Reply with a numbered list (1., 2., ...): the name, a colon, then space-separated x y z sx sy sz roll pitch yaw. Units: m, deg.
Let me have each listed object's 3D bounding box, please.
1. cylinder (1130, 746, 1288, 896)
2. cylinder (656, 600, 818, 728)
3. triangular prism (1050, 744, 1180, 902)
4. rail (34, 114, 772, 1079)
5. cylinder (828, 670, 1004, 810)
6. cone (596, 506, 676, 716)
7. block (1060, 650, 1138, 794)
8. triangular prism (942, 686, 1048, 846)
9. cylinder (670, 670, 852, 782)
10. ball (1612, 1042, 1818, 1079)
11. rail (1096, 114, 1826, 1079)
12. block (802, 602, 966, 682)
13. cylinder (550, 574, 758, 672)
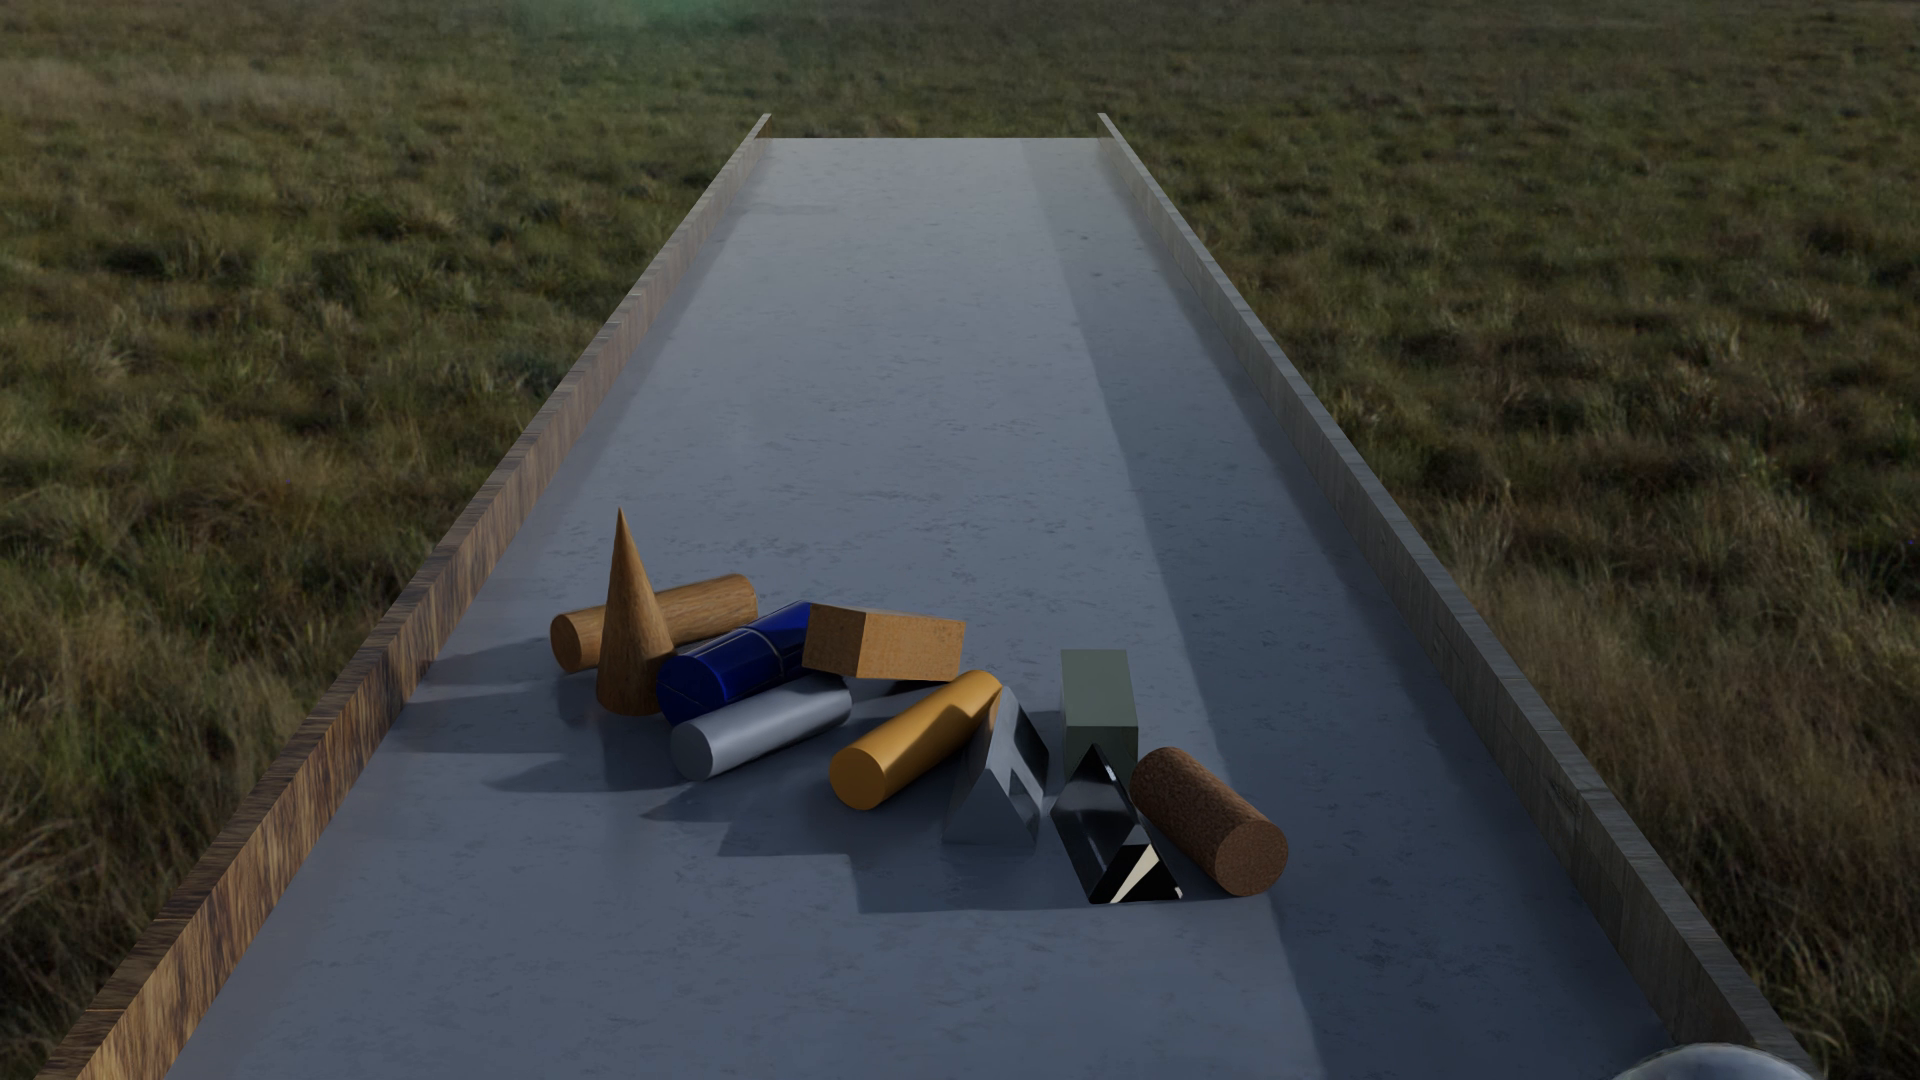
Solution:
1. cylinder: 0.393 0.445 3.510 0.126 0.126 0.318 -6 18 -19
2. cylinder: -0.391 0.239 4.143 0.159 0.159 0.376 10 19 30
3. triangular prism: 0.246 0.443 3.504 0.145 0.126 0.332 -2 17 -8
4. rail: -1.118 -0.838 7.780 0.050 0.150 12.000 0 17 -1
5. cylinder: -0.067 0.346 3.869 0.111 0.111 0.436 9 19 28
6. cone: -0.609 0.108 4.061 0.173 0.424 0.173 0 36 0
7. block: 0.246 0.319 3.940 0.122 0.122 0.392 0 17 1
8. triangular prism: 0.063 0.374 3.725 0.152 0.131 0.383 1 17 5
9. cylinder: -0.352 0.329 3.934 0.107 0.107 0.352 13 21 38
10. ball: 0.808 0.695 2.330 0.319 0.319 0.319 0 17 0
11. rail: 0.932 -0.844 7.801 0.050 0.150 12.000 0 17 -1
12. block: -0.139 0.195 4.153 0.118 0.118 0.389 9 0 28
13. cylinder: -0.616 0.166 4.463 0.421 0.117 0.117 -14 21 -38
